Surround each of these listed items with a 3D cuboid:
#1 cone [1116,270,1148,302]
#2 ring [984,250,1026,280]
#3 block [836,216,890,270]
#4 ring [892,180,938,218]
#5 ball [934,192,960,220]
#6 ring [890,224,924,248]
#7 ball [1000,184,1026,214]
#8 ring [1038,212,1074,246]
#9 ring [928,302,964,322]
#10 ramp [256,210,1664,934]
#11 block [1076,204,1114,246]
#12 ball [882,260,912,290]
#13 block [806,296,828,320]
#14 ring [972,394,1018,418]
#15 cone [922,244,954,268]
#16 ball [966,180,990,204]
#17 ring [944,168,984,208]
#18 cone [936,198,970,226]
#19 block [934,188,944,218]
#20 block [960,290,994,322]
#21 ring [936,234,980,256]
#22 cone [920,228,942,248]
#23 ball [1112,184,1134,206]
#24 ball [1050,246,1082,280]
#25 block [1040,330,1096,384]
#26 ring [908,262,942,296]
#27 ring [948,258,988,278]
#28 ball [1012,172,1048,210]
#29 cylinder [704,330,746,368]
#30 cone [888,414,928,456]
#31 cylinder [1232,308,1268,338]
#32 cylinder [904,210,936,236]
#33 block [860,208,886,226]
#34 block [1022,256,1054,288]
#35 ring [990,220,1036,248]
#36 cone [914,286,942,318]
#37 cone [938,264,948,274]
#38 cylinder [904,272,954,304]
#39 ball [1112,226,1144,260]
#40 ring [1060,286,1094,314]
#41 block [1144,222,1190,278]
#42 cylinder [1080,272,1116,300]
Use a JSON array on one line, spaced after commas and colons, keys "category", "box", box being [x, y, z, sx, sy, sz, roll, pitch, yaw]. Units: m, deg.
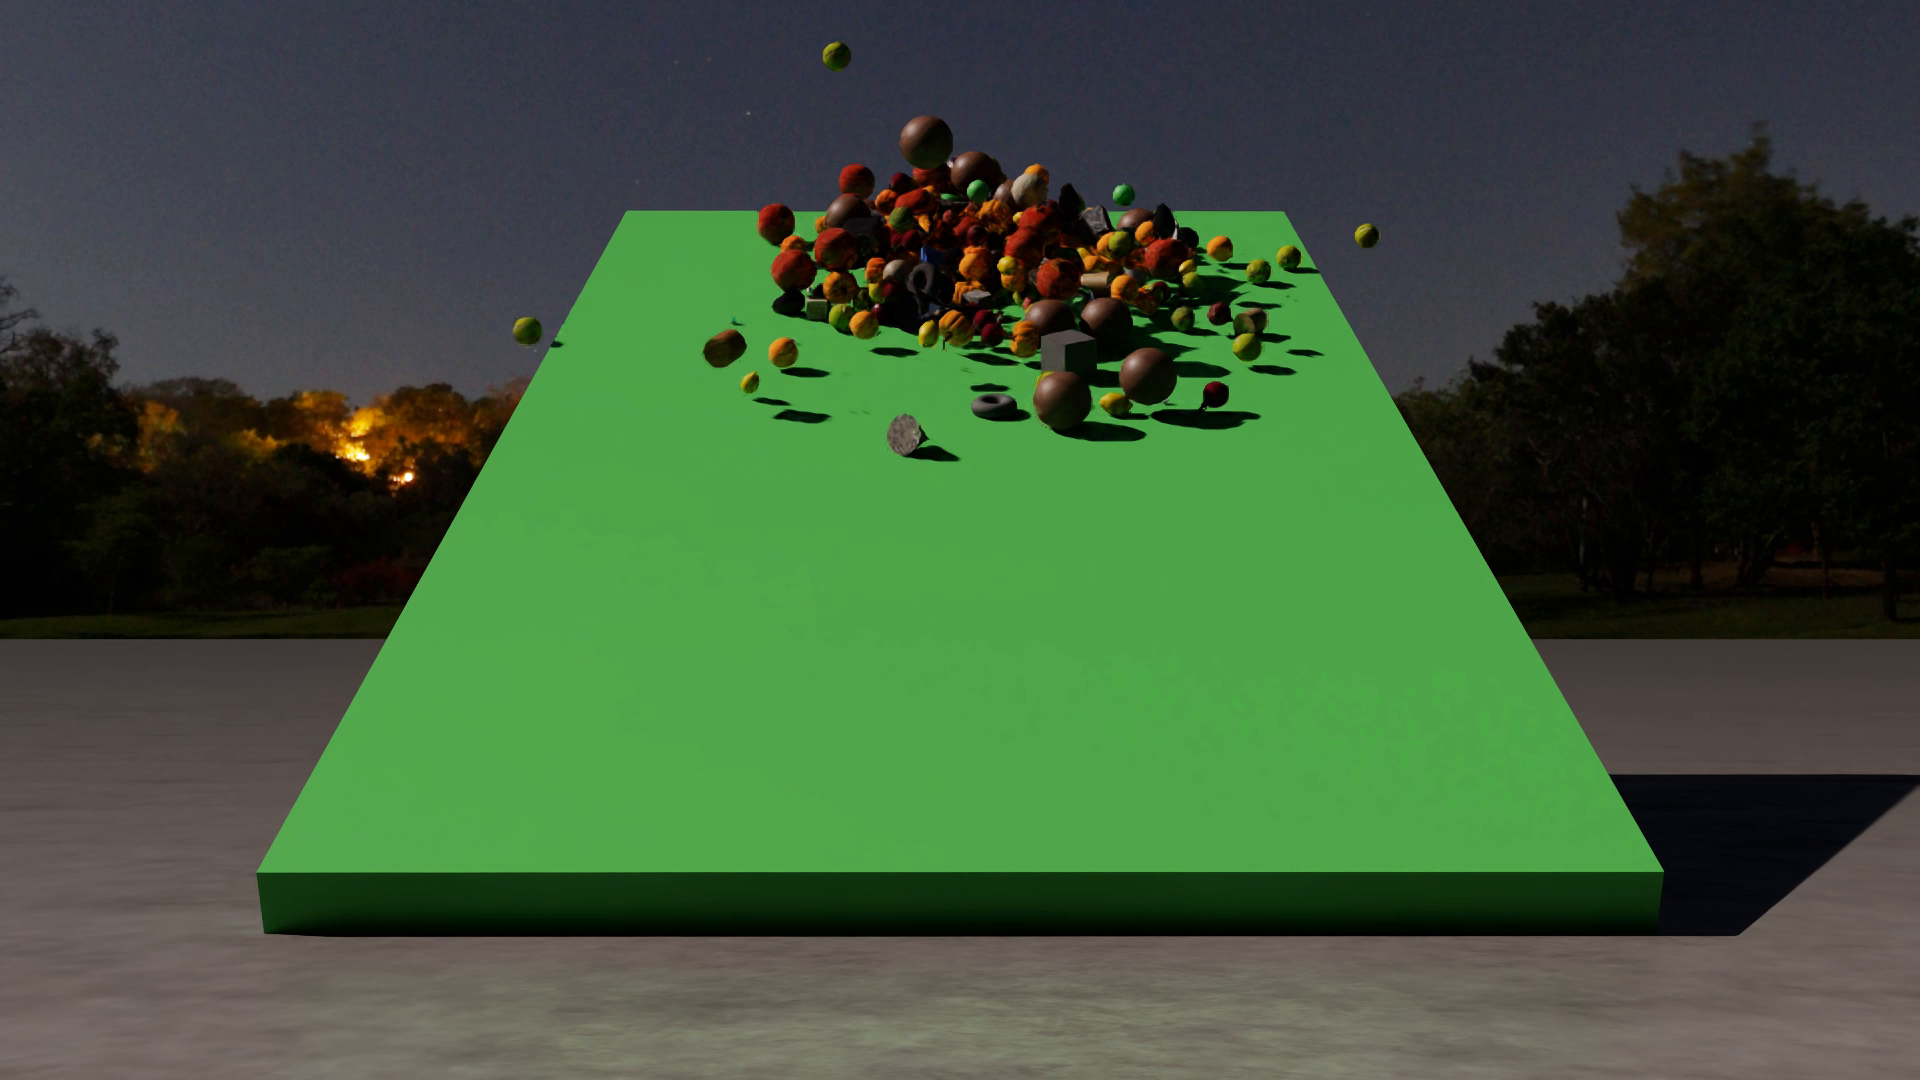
[{"category": "cone", "box": [0.455, -0.656, 6.051, 0.084, 0.084, 0.084, 1, -42, 0]}, {"category": "ring", "box": [0.129, -0.751, 6.249, 0.134, 0.045, 0.134, 12, 26, -6]}, {"category": "block", "box": [-0.261, -0.803, 6.186, 0.099, 0.099, 0.099, -2, 39, 24]}, {"category": "ring", "box": [-0.130, -0.990, 6.690, 0.147, 0.147, 0.049, 1, -33, -29]}, {"category": "ball", "box": [-0.037, -0.962, 6.621, 0.082, 0.082, 0.082, 0, -2, 0]}, {"category": "ring", "box": [-0.136, -0.876, 6.589, 0.128, 0.043, 0.128, 4, 25, -2]}, {"category": "ball", "box": [0.160, -0.996, 6.679, 0.088, 0.088, 0.088, 0, -2, 0]}, {"category": "ring", "box": [0.274, -0.888, 6.551, 0.127, 0.042, 0.127, -43, 6, 6]}, {"category": "ring", "box": [-0.038, -0.582, 5.858, 0.098, 0.033, 0.098, -8, 18, 3]}, {"category": "ramp", "box": [-0.006, -0.219, 5.131, 2.000, 0.100, 4.000, 0, 22, 0]}, {"category": "block", "box": [0.372, -0.864, 6.286, 0.073, 0.073, 0.073, -20, -15, 15]}, {"category": "ball", "box": [-0.162, -0.694, 6.004, 0.082, 0.082, 0.082, 0, -2, 0]}, {"category": "block", "box": [-0.366, -0.594, 5.871, 0.052, 0.052, 0.052, -2, 22, -6]}, {"category": "ring", "box": [0.078, -0.301, 5.159, 0.104, 0.035, 0.104, -1, 22, 0]}, {"category": "cone", "box": [-0.054, -0.752, 6.132, 0.088, 0.088, 0.088, 0, -2, -10]}, {"category": "ball", "box": [0.051, -0.965, 6.346, 0.063, 0.063, 0.063, 0, -2, 0]}, {"category": "ring", "box": [0.013, -1.039, 6.771, 0.130, 0.130, 0.043, 1, 37, -33]}, {"category": "cone", "box": [-0.012, -0.924, 6.371, 0.084, 0.084, 0.084, -20, -2, 0]}, {"category": "block", "box": [-0.073, -1.006, 6.858, 0.073, 0.073, 0.073, -14, 18, -13]}, {"category": "block", "box": [0.044, -0.603, 5.884, 0.060, 0.060, 0.060, 17, 27, 36]}, {"category": "ring", "box": [-0.004, -0.838, 6.504, 0.126, 0.042, 0.126, -1, 22, 0]}, {"category": "cone", "box": [-0.097, -0.865, 6.523, 0.066, 0.066, 0.066, 19, 7, 26]}, {"category": "ball", "box": [0.401, -0.844, 5.610, 0.054, 0.054, 0.054, 0, -2, 0]}, {"category": "ball", "box": [0.288, -0.752, 6.220, 0.088, 0.088, 0.088, 0, -2, 0]}, {"category": "block", "box": [0.256, -0.435, 5.415, 0.094, 0.094, 0.094, -15, 26, -33]}, {"category": "ring", "box": [-0.090, -0.649, 5.778, 0.104, 0.104, 0.035, -2, -8, 42]}, {"category": "ring", "box": [0.022, -0.746, 6.275, 0.115, 0.038, 0.115, 0, 20, 0]}, {"category": "ball", "box": [0.192, -0.958, 6.292, 0.100, 0.100, 0.100, 0, -2, 0]}, {"category": "cylinder", "box": [-0.528, -0.430, 5.143, 0.070, 0.070, 0.070, -1, 22, 25]}, {"category": "cone", "box": [-0.094, -0.222, 4.928, 0.088, 0.088, 0.088, -2, -4, 36]}, {"category": "cylinder", "box": [0.725, -0.544, 5.724, 0.063, 0.063, 0.063, -2, 17, 41]}, {"category": "cylinder", "box": [-0.108, -0.855, 6.189, 0.059, 0.059, 0.059, -21, 7, -25]}, {"category": "block", "box": [-0.248, -0.895, 6.463, 0.055, 0.055, 0.055, 13, -51, -24]}, {"category": "block", "box": [0.210, -0.724, 6.188, 0.063, 0.063, 0.063, 12, 25, 28]}, {"category": "ring", "box": [0.151, -0.865, 6.483, 0.137, 0.046, 0.137, -16, -8, -2]}, {"category": "cone", "box": [-0.092, -0.596, 5.650, 0.072, 0.072, 0.072, -30, 22, 13]}, {"category": "cone", "box": [-0.052, -0.738, 6.253, 0.074, 0.074, 0.074, -1, -13, 28]}, {"category": "cylinder", "box": [-0.080, -0.646, 5.892, 0.094, 0.094, 0.094, -2, 2, 38]}, {"category": "ball", "box": [0.465, -0.818, 6.322, 0.092, 0.092, 0.092, 0, -2, 0]}, {"category": "ring", "box": [0.300, -0.617, 5.891, 0.092, 0.092, 0.031, -1, -39, 21]}, {"category": "block", "box": [0.563, -0.788, 6.220, 0.094, 0.094, 0.094, -17, -47, 19]}, {"category": "cylinder", "box": [0.363, -0.668, 6.021, 0.072, 0.072, 0.072, 3, -1, 25]}]
